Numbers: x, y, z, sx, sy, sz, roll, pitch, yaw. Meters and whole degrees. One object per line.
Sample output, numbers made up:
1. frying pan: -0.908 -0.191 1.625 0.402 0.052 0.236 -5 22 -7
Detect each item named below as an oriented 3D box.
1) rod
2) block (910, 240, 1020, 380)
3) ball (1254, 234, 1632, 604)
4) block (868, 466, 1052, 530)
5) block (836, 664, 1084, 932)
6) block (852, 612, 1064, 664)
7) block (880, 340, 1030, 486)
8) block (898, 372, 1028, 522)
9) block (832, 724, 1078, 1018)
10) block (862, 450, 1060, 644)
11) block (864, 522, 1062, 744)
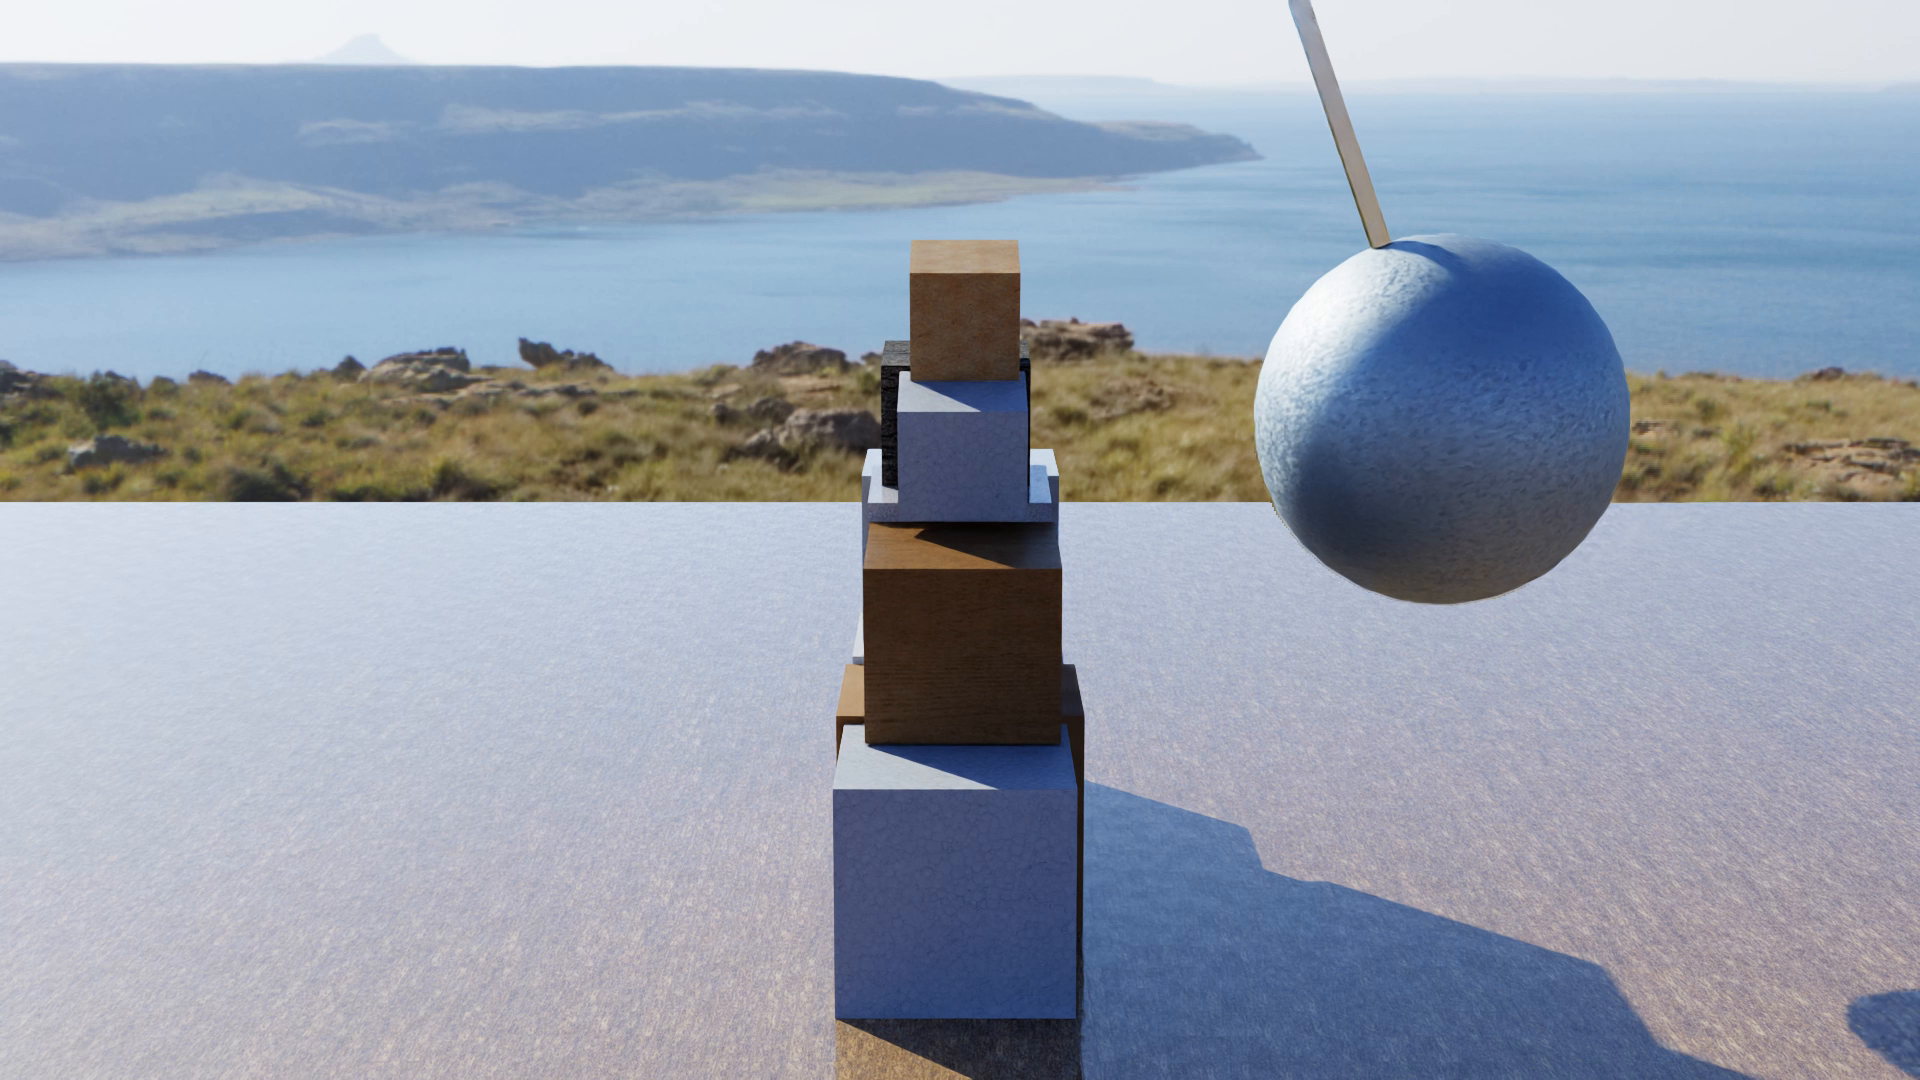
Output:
1. rod: 0.899 -3.659 10.515 0.080 5.200 0.080 -20 10 4
2. block: 0.020 -0.972 10.826 0.455 0.470 0.464 0 24 0
3. ball: 2.074 -0.521 11.086 1.600 1.600 1.600 0 10 0
4. block: -0.002 0.150 11.176 0.769 0.815 0.732 0 14 0
5. block: 0.002 1.088 11.006 1.014 0.922 0.938 0 10 0
6. block: -0.009 0.901 11.940 0.936 0.954 0.947 0 10 0
7. block: -0.018 -0.563 11.264 0.636 0.526 0.631 0 14 0
8. block: 0.010 -0.394 10.678 0.528 0.476 0.516 0 22 0
9. block: -0.018 1.275 10.058 0.907 0.893 0.974 0 10 0
10. block: 0.002 0.017 11.982 0.885 0.771 0.829 0 10 0
11. block: 0.011 0.363 10.424 0.773 0.709 0.820 0 13 0
